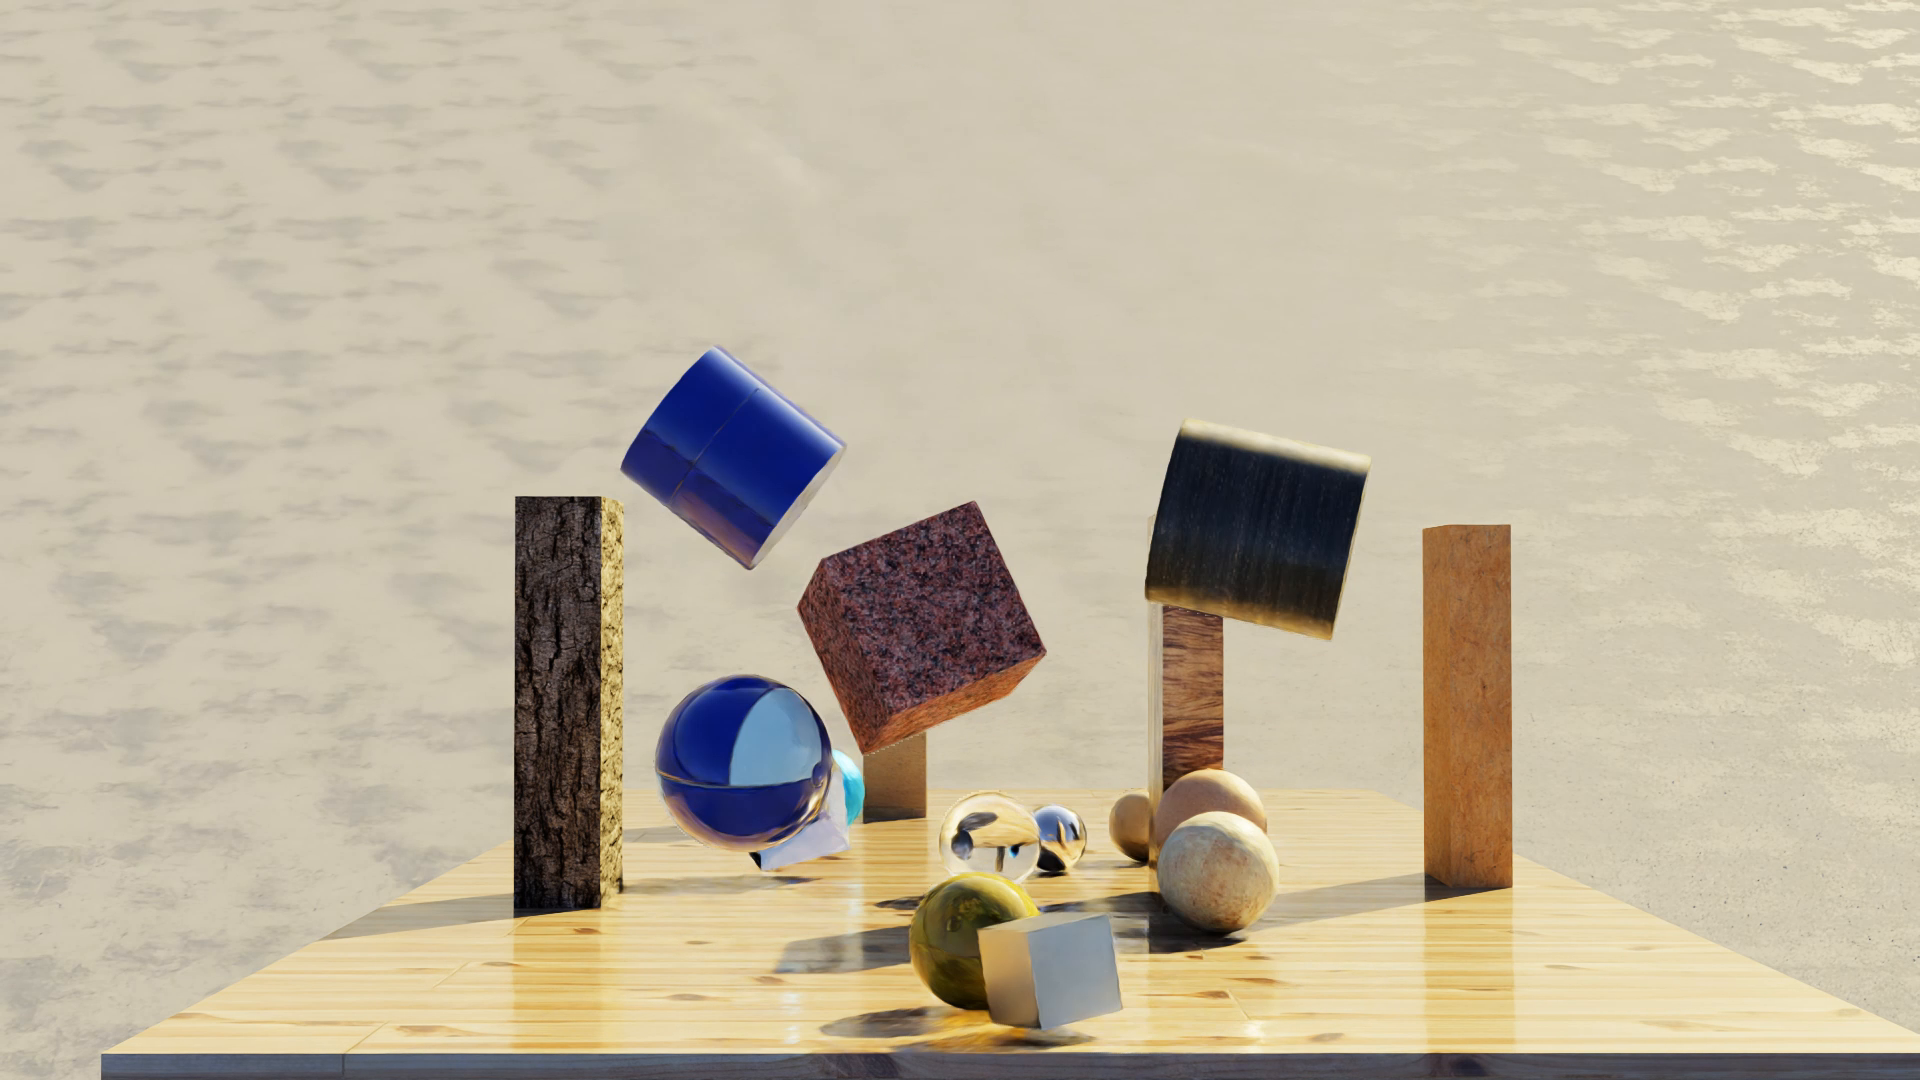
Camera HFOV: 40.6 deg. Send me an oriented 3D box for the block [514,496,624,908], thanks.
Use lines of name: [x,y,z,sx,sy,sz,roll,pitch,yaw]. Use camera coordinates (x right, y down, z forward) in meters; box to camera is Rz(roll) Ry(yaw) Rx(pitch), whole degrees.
block: [-0.641,0.261,4.269,0.138,0.656,0.269,0,-1,0]

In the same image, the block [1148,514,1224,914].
block: [0.365,0.273,4.220,0.095,0.629,0.319,0,-1,0]

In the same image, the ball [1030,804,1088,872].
ball: [0.169,0.538,4.692,0.122,0.122,0.122,0,34,0]

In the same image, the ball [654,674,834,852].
ball: [-0.233,0.241,2.805,0.193,0.193,0.193,0,34,0]

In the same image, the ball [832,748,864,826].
ball: [-0.291,0.522,5.375,0.188,0.188,0.188,0,34,0]

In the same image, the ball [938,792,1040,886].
ball: [0.049,0.505,4.321,0.170,0.170,0.170,0,34,0]

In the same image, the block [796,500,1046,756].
block: [-0.046,0.099,2.877,0.186,0.186,0.186,-21,78,-18]

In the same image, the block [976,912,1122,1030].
block: [0.101,0.484,2.929,0.109,0.109,0.109,-8,-2,-30]

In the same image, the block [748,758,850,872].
block: [-0.308,0.458,4.618,0.168,0.168,0.168,-15,52,8]

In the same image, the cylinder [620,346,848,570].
cylinder: [-0.261,-0.095,3.004,0.187,0.187,0.187,38,41,1]

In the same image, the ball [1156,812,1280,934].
ball: [0.378,0.488,3.804,0.179,0.179,0.179,0,34,0]

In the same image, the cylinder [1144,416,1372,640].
cylinder: [0.313,-0.012,2.717,0.197,0.197,0.197,13,36,9]

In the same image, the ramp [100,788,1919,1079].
ramp: [0.075,0.652,4.791,2.000,0.100,4.000,0,-1,0]

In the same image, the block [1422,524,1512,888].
block: [0.890,0.286,4.562,0.105,0.619,0.258,0,-1,0]

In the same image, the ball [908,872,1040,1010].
ball: [0.020,0.478,3.095,0.164,0.164,0.164,0,34,0]

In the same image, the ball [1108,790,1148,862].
ball: [0.346,0.537,4.887,0.134,0.134,0.134,0,34,0]

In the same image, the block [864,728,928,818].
block: [-0.148,0.343,6.022,0.142,0.579,0.283,0,-1,0]

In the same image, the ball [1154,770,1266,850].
ball: [0.383,0.437,3.971,0.172,0.172,0.172,0,34,0]
